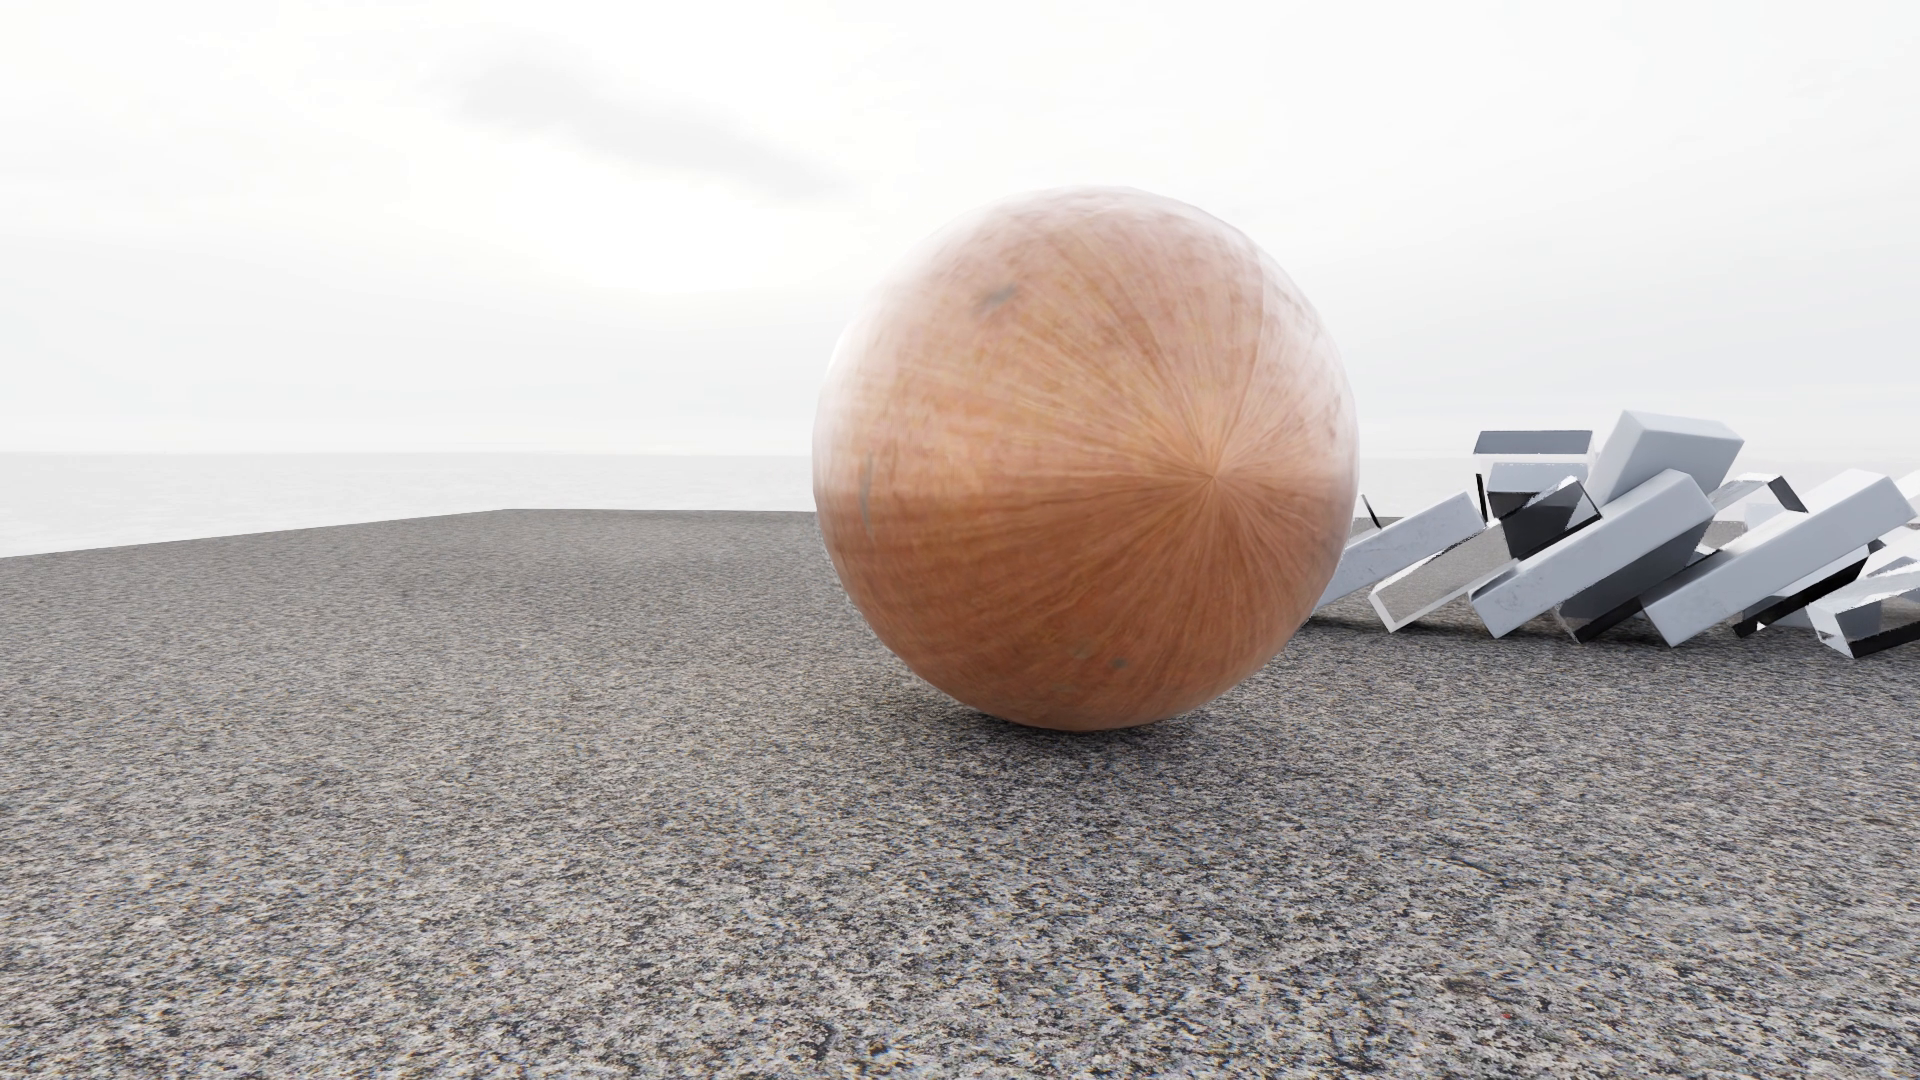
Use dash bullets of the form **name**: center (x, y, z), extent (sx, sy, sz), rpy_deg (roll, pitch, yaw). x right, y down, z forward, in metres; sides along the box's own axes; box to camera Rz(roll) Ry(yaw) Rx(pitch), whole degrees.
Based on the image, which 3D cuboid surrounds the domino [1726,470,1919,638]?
- **domino**: center (0.190, 0.003, 0.280), extent (0.050, 0.010, 0.025), rpy_deg (-36, -9, 23)

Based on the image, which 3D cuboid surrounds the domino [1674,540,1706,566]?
- **domino**: center (0.193, 0.002, 0.361), extent (0.050, 0.010, 0.025), rpy_deg (29, 19, 34)

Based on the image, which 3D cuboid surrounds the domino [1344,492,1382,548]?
- **domino**: center (0.076, 0.004, 0.313), extent (0.050, 0.010, 0.025), rpy_deg (-27, -2, 13)

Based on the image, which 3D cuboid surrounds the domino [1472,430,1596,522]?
- **domino**: center (0.144, -0.004, 0.318), extent (0.025, 0.050, 0.009), rpy_deg (3, 42, 35)

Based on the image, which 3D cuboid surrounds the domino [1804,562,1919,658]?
- **domino**: center (0.201, 0.009, 0.257), extent (0.050, 0.010, 0.025), rpy_deg (-24, -4, 21)

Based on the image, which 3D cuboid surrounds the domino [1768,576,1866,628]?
- **domino**: center (0.205, 0.005, 0.315), extent (0.025, 0.010, 0.050), rpy_deg (2, 27, 29)

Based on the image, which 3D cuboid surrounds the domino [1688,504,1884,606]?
- **domino**: center (0.220, 0.003, 0.350), extent (0.025, 0.010, 0.050), rpy_deg (5, 20, -26)

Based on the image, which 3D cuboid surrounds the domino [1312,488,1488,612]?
- **domino**: center (0.098, 0.004, 0.302), extent (0.050, 0.009, 0.025), rpy_deg (-29, -7, 21)

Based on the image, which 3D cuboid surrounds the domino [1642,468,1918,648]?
- **domino**: center (0.169, 0.004, 0.270), extent (0.050, 0.009, 0.025), rpy_deg (-35, -6, 21)

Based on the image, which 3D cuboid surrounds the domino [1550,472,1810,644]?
- **domino**: center (0.153, 0.004, 0.278), extent (0.050, 0.009, 0.025), rpy_deg (-35, -6, 16)

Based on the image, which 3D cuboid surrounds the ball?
- **ball**: center (0.018, -0.012, 0.192), extent (0.080, 0.080, 0.080), rpy_deg (0, 4, 0)

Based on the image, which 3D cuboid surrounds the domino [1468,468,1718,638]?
- **domino**: center (0.137, 0.003, 0.283), extent (0.050, 0.010, 0.025), rpy_deg (-35, -6, 20)

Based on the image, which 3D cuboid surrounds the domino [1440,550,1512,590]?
- **domino**: center (0.169, 0.010, 0.374), extent (0.050, 0.010, 0.025), rpy_deg (3, 5, 33)

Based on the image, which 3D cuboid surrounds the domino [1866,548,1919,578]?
- **domino**: center (0.240, 0.005, 0.327), extent (0.025, 0.009, 0.050), rpy_deg (20, 21, 12)

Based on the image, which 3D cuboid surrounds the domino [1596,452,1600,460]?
- **domino**: center (0.157, -0.003, 0.335), extent (0.025, 0.009, 0.050), rpy_deg (3, -37, 37)

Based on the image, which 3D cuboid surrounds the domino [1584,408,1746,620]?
- **domino**: center (0.158, -0.005, 0.300), extent (0.025, 0.050, 0.009), rpy_deg (5, 33, -10)

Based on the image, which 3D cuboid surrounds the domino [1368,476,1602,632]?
- **domino**: center (0.119, 0.003, 0.292), extent (0.050, 0.009, 0.025), rpy_deg (-34, -9, 21)
